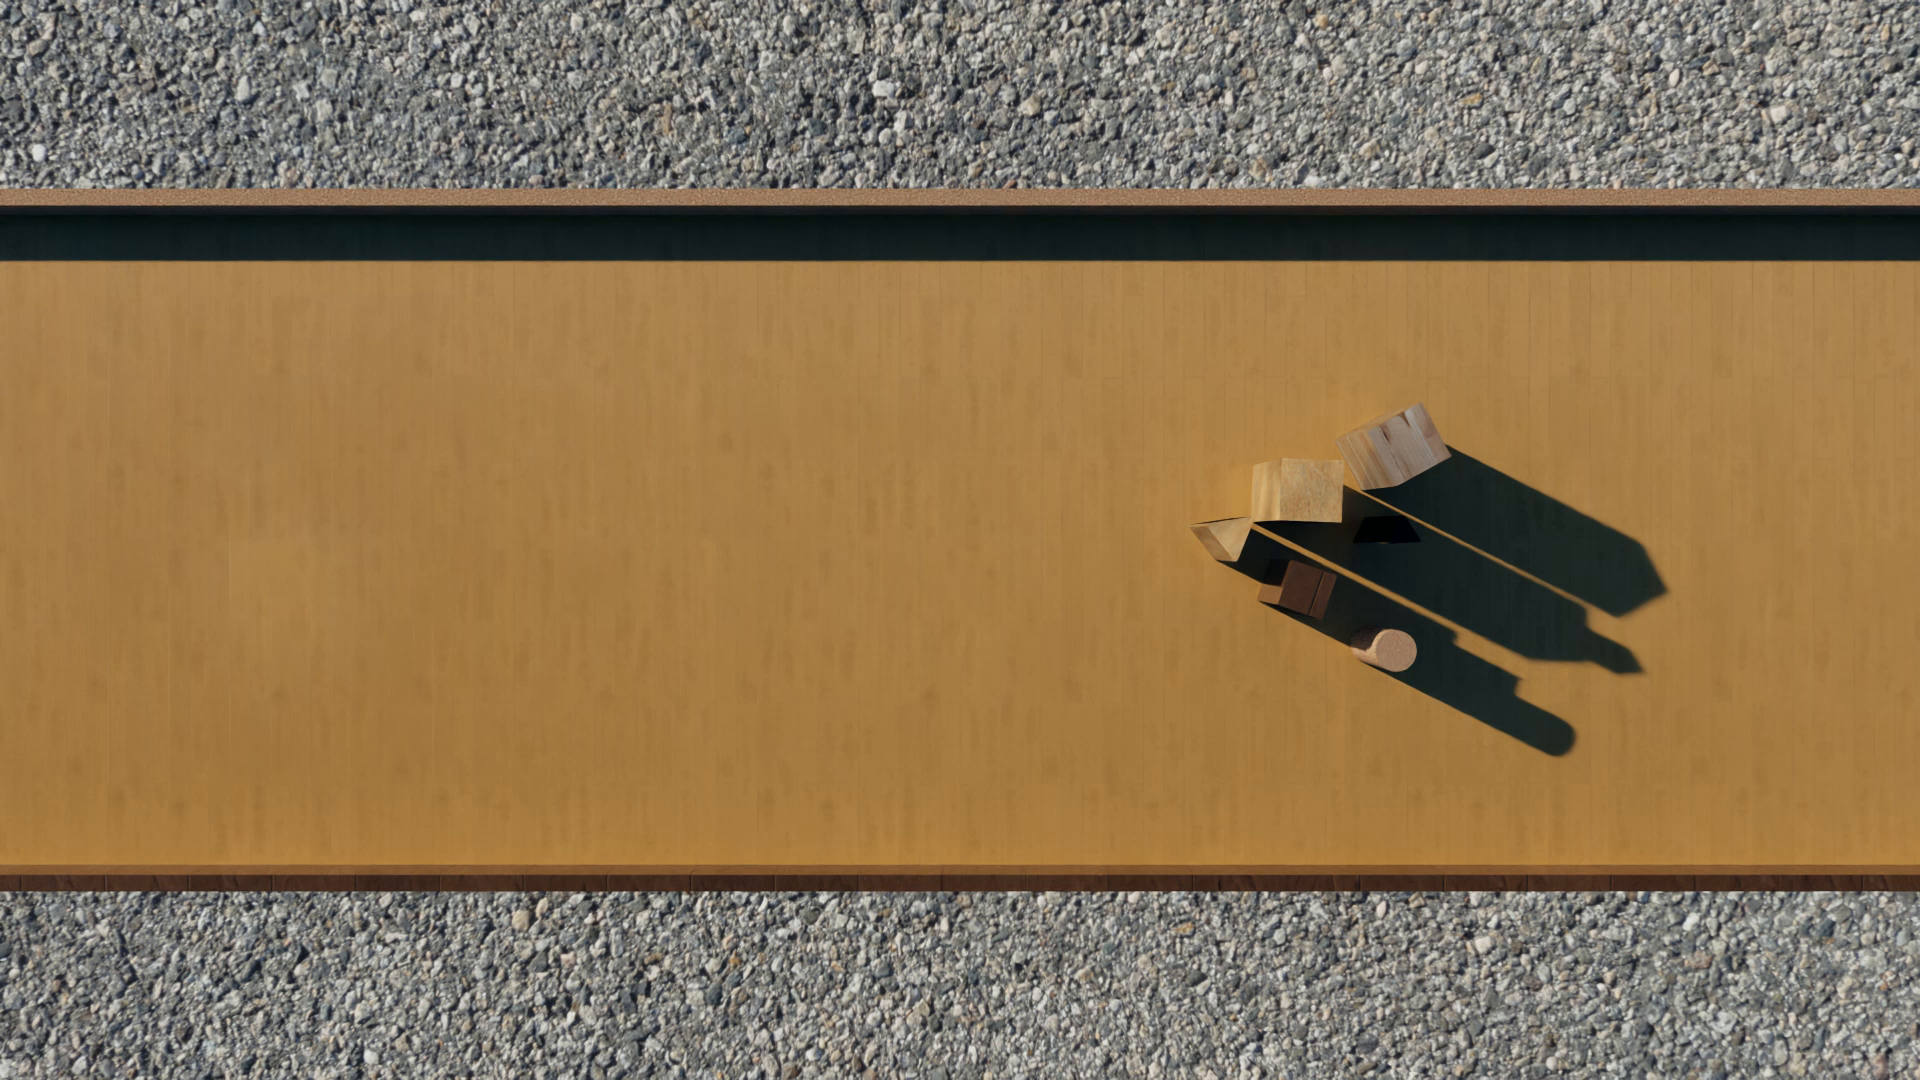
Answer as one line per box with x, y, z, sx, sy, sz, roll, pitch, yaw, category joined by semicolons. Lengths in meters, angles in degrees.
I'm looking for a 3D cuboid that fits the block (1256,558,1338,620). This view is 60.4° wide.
0.998;0.144;4.907;0.135;0.340;0.135;19;90;0;block

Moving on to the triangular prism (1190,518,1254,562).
0.793;-0.028;4.893;0.117;0.367;0.135;-38;90;0;triangular prism

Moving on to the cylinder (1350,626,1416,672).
1.262;0.321;4.925;0.120;0.303;0.120;0;90;0;cylinder

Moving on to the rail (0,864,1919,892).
-2.247;1.025;5.001;12.000;0.150;0.050;0;90;0;rail

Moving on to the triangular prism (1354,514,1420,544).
1.252;-0.032;4.862;0.089;0.428;0.077;-3;90;0;triangular prism

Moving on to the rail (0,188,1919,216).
-2.247;-1.025;5.002;12.000;0.150;0.050;0;90;0;rail

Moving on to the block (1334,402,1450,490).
1.269;-0.272;4.867;0.176;0.419;0.176;-29;90;0;block

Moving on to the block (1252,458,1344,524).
0.986;-0.139;4.850;0.174;0.453;0.174;2;90;0;block
